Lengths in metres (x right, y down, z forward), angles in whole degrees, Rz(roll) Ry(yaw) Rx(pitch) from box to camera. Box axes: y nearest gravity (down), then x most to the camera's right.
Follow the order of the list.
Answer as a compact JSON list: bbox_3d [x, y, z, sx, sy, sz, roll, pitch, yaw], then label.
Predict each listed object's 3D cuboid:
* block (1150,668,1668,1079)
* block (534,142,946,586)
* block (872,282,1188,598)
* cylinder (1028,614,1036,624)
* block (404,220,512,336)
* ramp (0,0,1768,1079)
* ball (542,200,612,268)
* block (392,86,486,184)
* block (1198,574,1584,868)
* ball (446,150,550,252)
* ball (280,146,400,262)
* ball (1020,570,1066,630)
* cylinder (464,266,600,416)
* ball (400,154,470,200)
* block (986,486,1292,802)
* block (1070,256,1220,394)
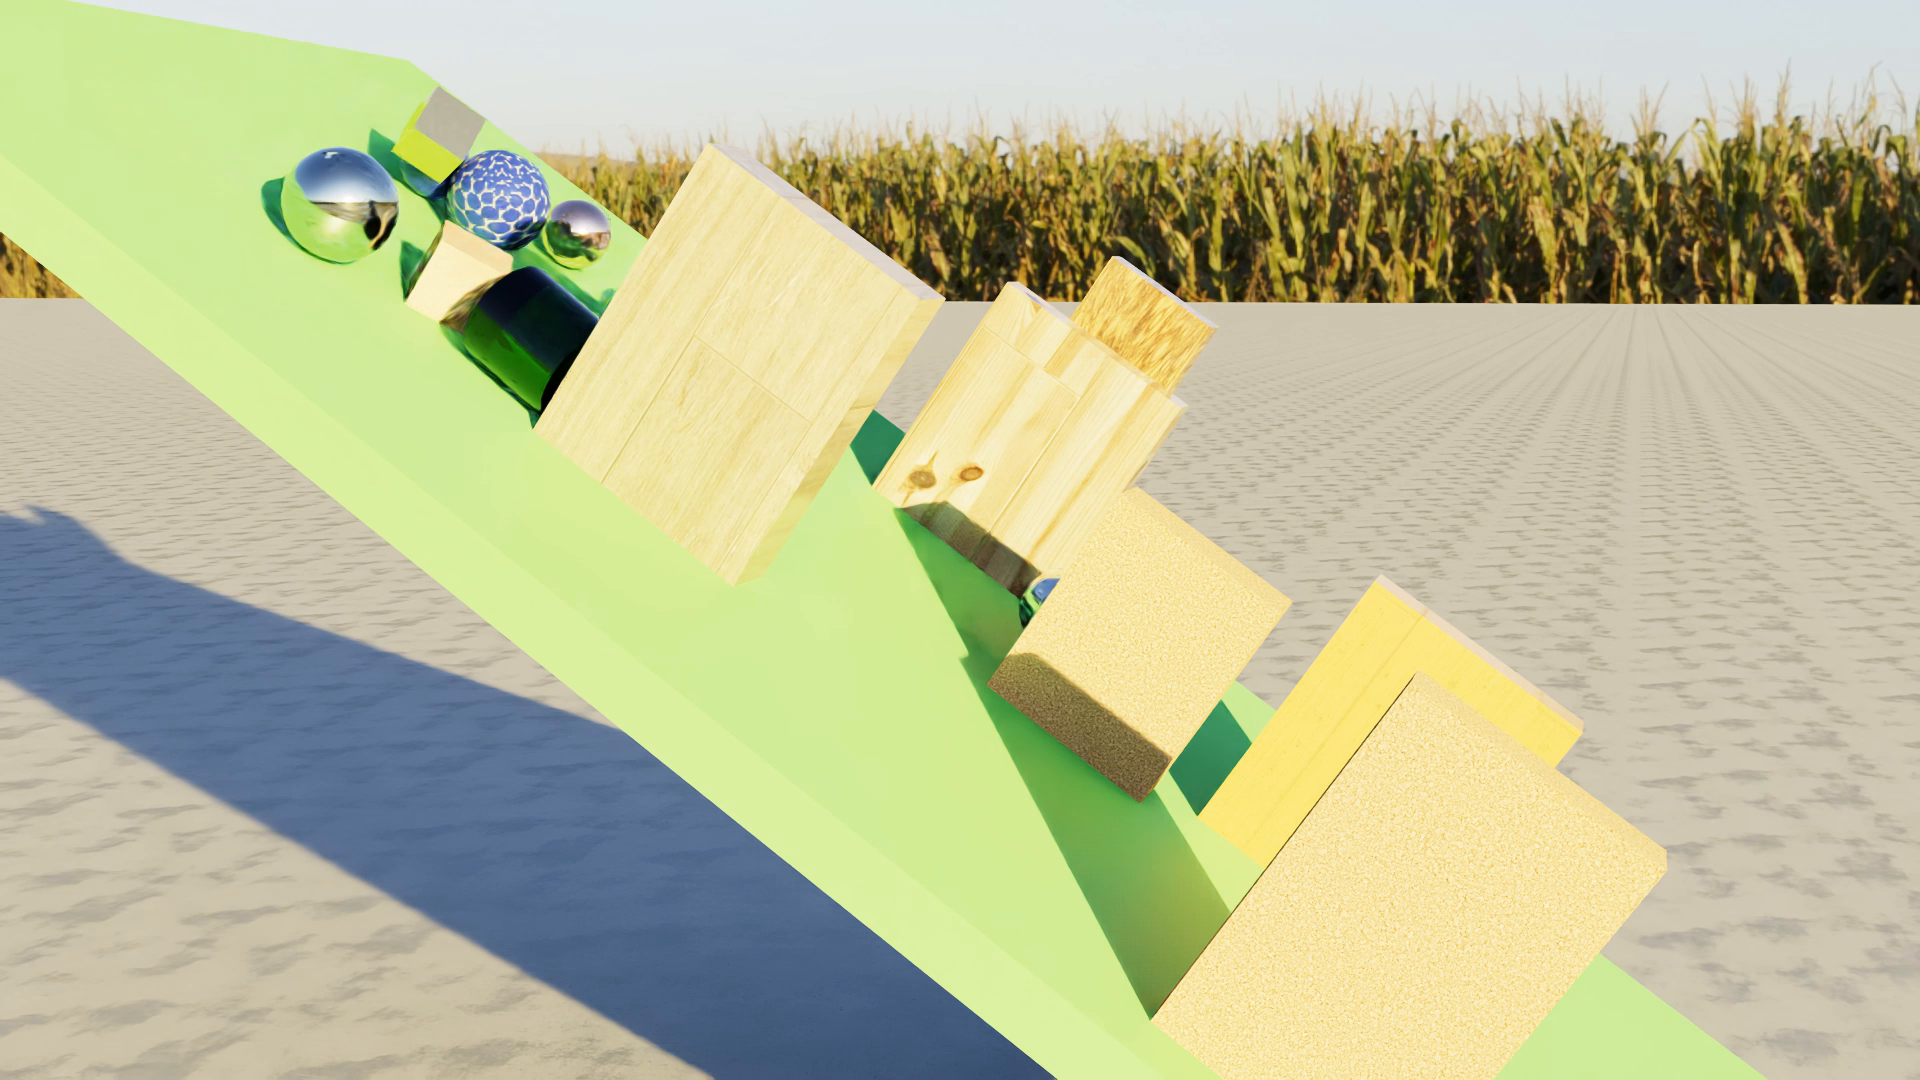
[{"bbox_3d":[0.613,0.551,3.045,0.408,0.617,0.106,37,16,10],"label":"block"},{"bbox_3d":[-0.370,-0.289,3.636,0.438,0.572,0.132,37,16,10],"label":"block"},{"bbox_3d":[0.139,-0.191,4.499,0.435,0.514,0.085,37,16,10],"label":"block"},{"bbox_3d":[0.213,0.205,4.116,0.138,0.138,0.138,6,-23,42],"label":"cylinder"},{"bbox_3d":[-0.891,-0.463,3.916,0.134,0.134,0.134,29,16,-20],"label":"block"},{"bbox_3d":[-0.097,0.171,4.085,4.000,0.100,2.000,37,16,10],"label":"ramp"},{"bbox_3d":[-0.805,-0.642,4.614,0.145,0.145,0.145,0,7,0],"label":"ball"},{"bbox_3d":[-1.022,-0.794,4.314,0.113,0.113,0.113,34,-32,-23],"label":"block"},{"bbox_3d":[0.762,0.411,3.919,0.435,0.541,0.097,37,16,10],"label":"block"},{"bbox_3d":[-0.916,-0.673,4.370,0.202,0.202,0.202,0,7,0],"label":"ball"},{"bbox_3d":[-1.066,-0.577,3.782,0.197,0.197,0.197,0,7,0],"label":"ball"},{"bbox_3d":[0.192,0.137,4.255,0.156,0.156,0.156,0,7,0],"label":"ball"},{"bbox_3d":[-0.713,-0.335,3.775,0.192,0.192,0.192,40,21,17],"label":"cylinder"},{"bbox_3d":[-1.061,-0.760,4.450,0.140,0.140,0.140,0,7,0],"label":"ball"},{"bbox_3d":[0.317,0.184,3.904,0.344,0.426,0.134,37,16,10],"label":"block"},{"bbox_3d":[0.258,-0.266,4.721,0.260,0.646,0.082,37,16,10],"label":"block"}]
